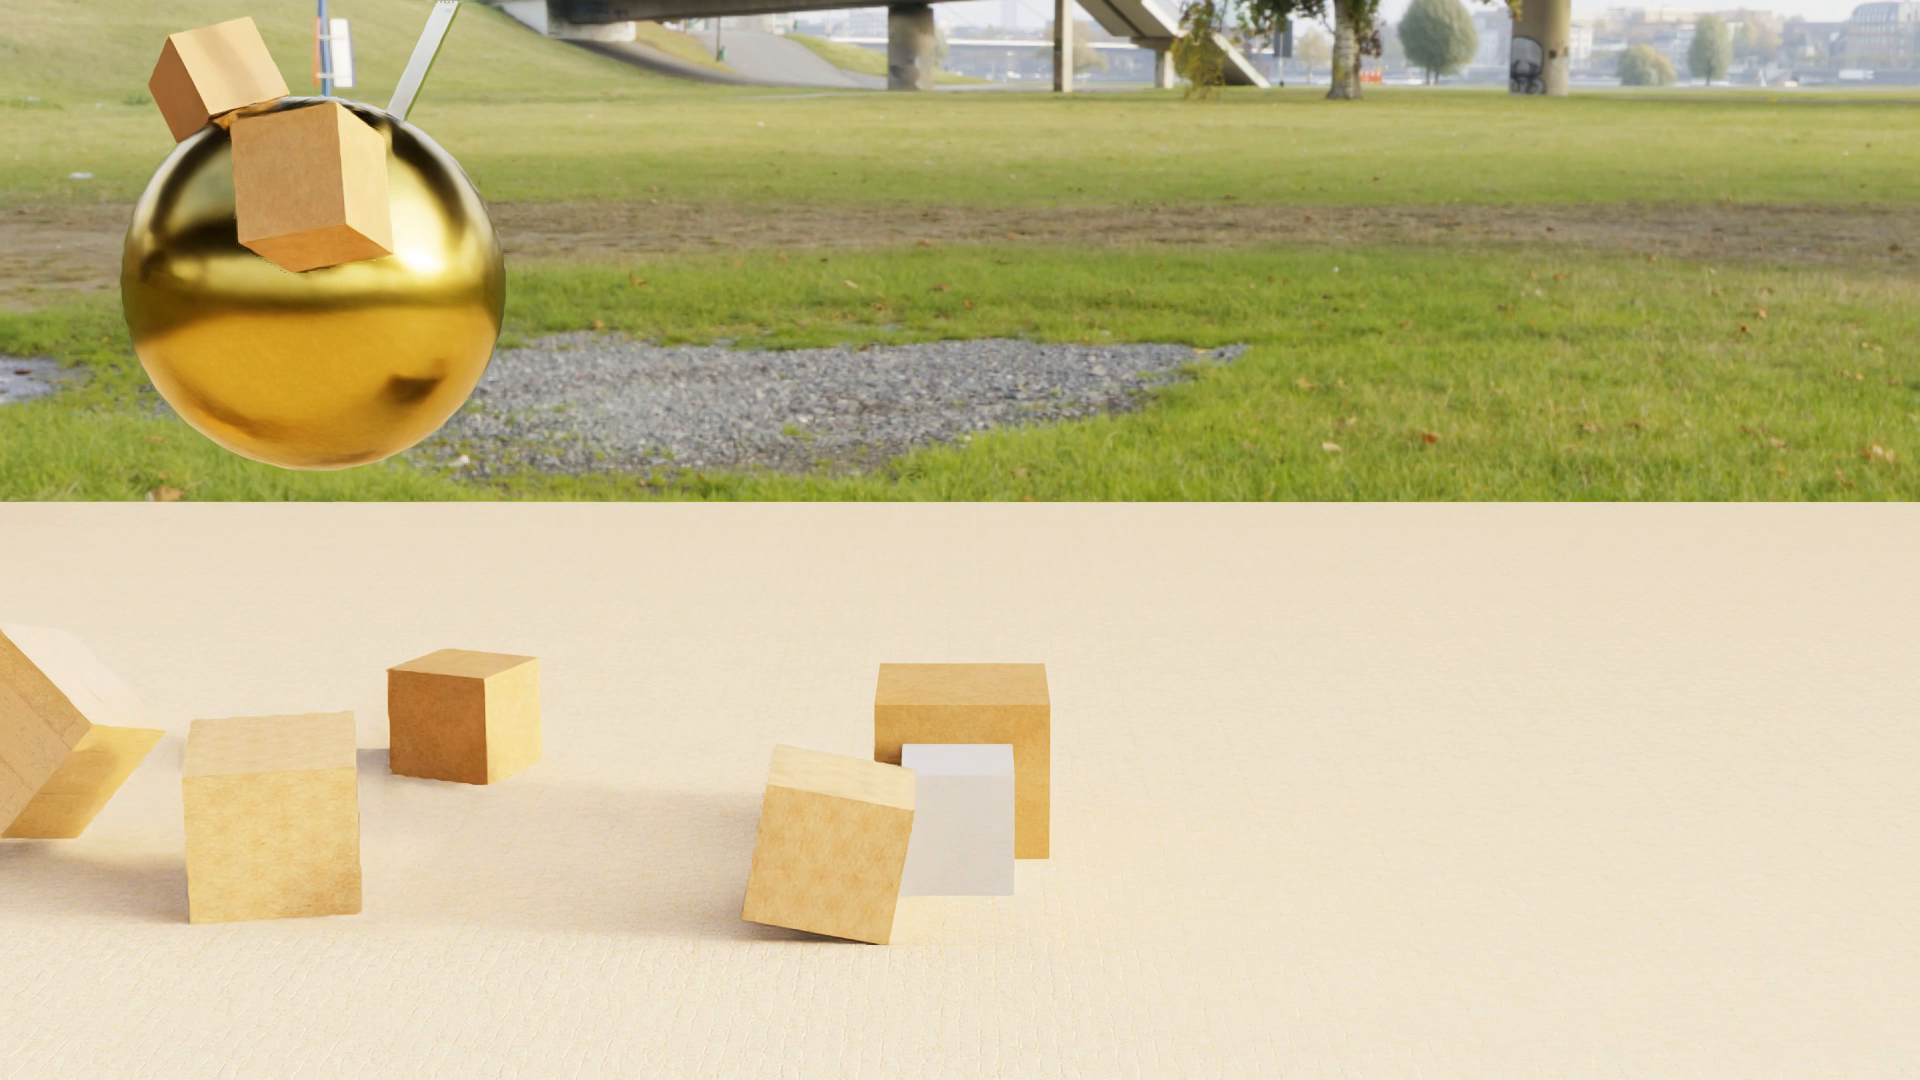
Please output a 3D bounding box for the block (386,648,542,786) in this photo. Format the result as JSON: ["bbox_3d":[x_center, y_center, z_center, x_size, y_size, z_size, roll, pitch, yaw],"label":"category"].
[{"bbox_3d":[-2.526,0.896,13.107,0.574,0.548,0.514,4,11,22],"label":"block"}]

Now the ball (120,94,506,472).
[{"bbox_3d":[-2.754,-1.093,10.982,1.600,1.600,1.600,0,10,0],"label":"ball"}]

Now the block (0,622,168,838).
[{"bbox_3d":[-4.172,0.867,11.577,0.694,0.662,0.614,42,4,14],"label":"block"}]

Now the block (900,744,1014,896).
[{"bbox_3d":[-0.011,1.227,11.307,0.491,0.540,0.517,0,10,0],"label":"block"}]

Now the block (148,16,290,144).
[{"bbox_3d":[-3.224,-1.958,11.157,0.379,0.395,0.434,-24,-8,-35],"label":"block"}]

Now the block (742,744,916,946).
[{"bbox_3d":[-0.540,1.261,10.713,0.608,0.580,0.635,11,10,-3],"label":"block"}]

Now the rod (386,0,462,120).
[{"bbox_3d":[-1.193,-4.065,10.441,0.080,5.200,0.080,27,9,-5],"label":"rod"}]

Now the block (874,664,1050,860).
[{"bbox_3d":[0.011,1.018,11.961,0.789,0.718,0.826,0,10,0],"label":"block"}]

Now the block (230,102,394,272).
[{"bbox_3d":[-2.430,-1.320,9.635,0.421,0.469,0.439,-8,-10,9],"label":"block"}]

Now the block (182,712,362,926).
[{"bbox_3d":[-2.951,1.185,11.055,0.697,0.657,0.742,-2,15,-13],"label":"block"}]
